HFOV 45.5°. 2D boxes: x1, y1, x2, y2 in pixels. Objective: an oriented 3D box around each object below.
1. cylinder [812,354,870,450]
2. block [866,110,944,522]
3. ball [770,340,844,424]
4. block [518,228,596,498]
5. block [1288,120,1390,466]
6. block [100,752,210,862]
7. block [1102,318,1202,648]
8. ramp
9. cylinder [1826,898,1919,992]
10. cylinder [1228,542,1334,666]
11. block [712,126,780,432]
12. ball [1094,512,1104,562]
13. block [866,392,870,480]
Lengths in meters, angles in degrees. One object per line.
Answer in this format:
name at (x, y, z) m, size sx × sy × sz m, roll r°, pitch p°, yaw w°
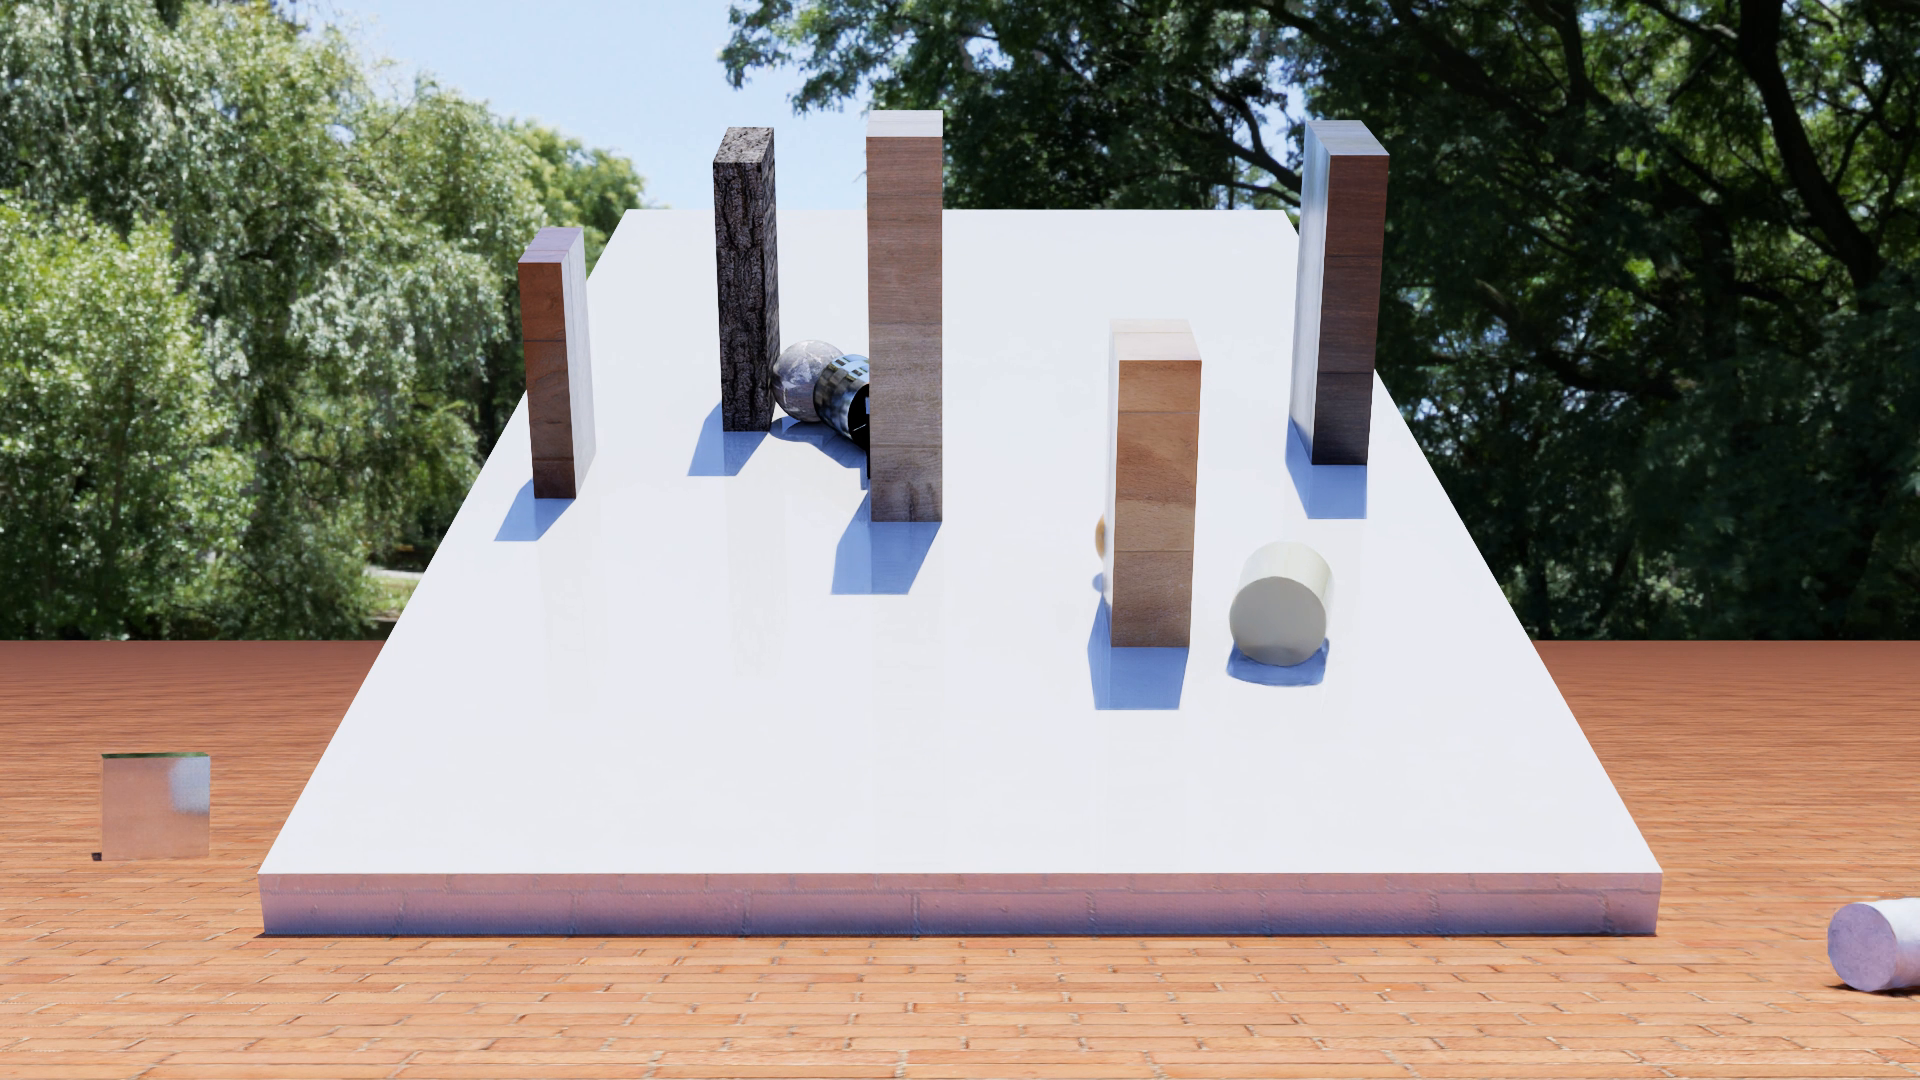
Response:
cylinder at (-0.203, -0.296, 4.959) m, size 0.174 × 0.174 × 0.174 m, roll 1°, pitch 19°, yaw -32°
block at (-0.105, -0.438, 4.513) m, size 0.142 × 0.768 × 0.247 m, roll 0°, pitch 22°, yaw 0°
ball at (-0.327, -0.352, 5.084) m, size 0.185 × 0.185 × 0.185 m, roll 0°, pitch -2°, yaw 0°
block at (-0.822, -0.366, 4.699) m, size 0.085 × 0.493 × 0.284 m, roll 0°, pitch 22°, yaw 0°
block at (0.803, -0.531, 4.894) m, size 0.119 × 0.662 × 0.349 m, roll 0°, pitch 22°, yaw 0°
block at (-1.576, 0.518, 4.482) m, size 0.194 × 0.194 × 0.194 m, roll 1°, pitch -3°, yaw -22°
block at (0.331, -0.101, 4.003) m, size 0.137 × 0.521 × 0.247 m, roll 0°, pitch 22°, yaw 0°
ramp at (-0.006, -0.219, 5.137) m, size 2.000 × 0.100 × 4.000 m, roll 0°, pitch 22°, yaw 0°
cylinder at (1.135, 0.491, 2.789) m, size 0.106 × 0.106 × 0.106 m, roll 1°, pitch -3°, yaw -28°
cylinder at (0.556, 0.109, 3.956) m, size 0.166 × 0.166 × 0.166 m, roll -1°, pitch 21°, yaw 14°
block at (-0.471, -0.586, 5.111) m, size 0.103 × 0.599 × 0.371 m, roll 0°, pitch 22°, yaw 0°
ball at (0.324, -0.003, 4.256) m, size 0.151 × 0.151 × 0.151 m, roll 0°, pitch -2°, yaw 0°
block at (-0.125, -0.221, 4.812) m, size 0.143 × 0.143 × 0.143 m, roll -1°, pitch 22°, yaw -3°
